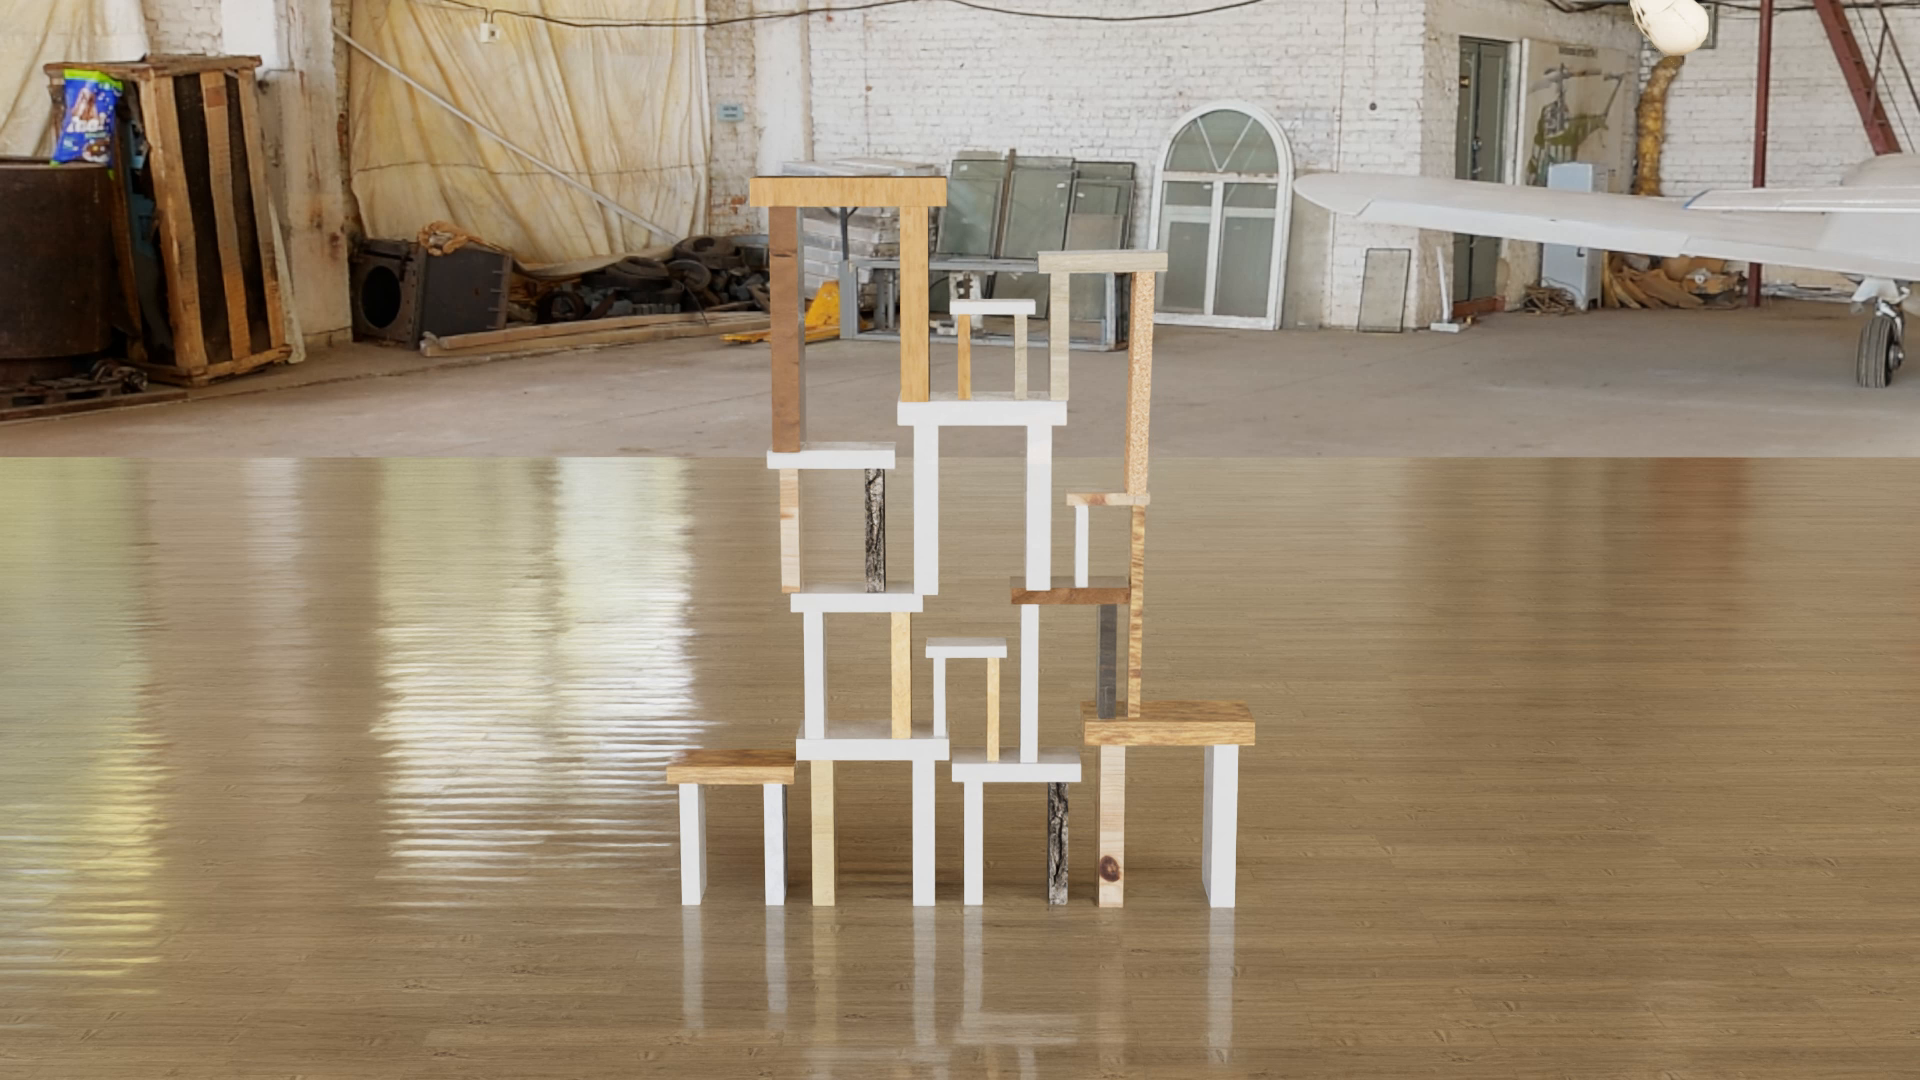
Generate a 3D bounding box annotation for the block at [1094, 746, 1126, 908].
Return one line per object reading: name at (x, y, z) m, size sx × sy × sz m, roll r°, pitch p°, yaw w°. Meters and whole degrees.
block at (0.248, 0.454, 3.647) m, size 0.039 × 0.275 × 0.137 m, roll 0°, pitch 11°, yaw 0°

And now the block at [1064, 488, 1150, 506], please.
block at (0.237, -0.071, 3.545) m, size 0.132 × 0.019 × 0.066 m, roll 0°, pitch 10°, yaw -1°

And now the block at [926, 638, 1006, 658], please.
block at (0.010, 0.175, 3.589) m, size 0.131 × 0.018 × 0.065 m, roll 0°, pitch 11°, yaw 0°

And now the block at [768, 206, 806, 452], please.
block at (-0.274, -0.340, 3.502) m, size 0.043 × 0.383 × 0.152 m, roll 0°, pitch 11°, yaw 0°

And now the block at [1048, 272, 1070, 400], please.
block at (0.156, -0.327, 3.494) m, size 0.028 × 0.200 × 0.100 m, roll 0°, pitch 11°, yaw 0°

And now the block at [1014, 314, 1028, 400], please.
block at (0.096, -0.295, 3.505) m, size 0.019 × 0.134 × 0.067 m, roll 0°, pitch 11°, yaw 0°

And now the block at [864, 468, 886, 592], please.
block at (-0.137, -0.023, 3.556) m, size 0.029 × 0.202 × 0.101 m, roll 0°, pitch 11°, yaw 0°

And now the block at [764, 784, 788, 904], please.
block at (-0.305, 0.489, 3.648) m, size 0.029 × 0.206 × 0.103 m, roll 0°, pitch 11°, yaw 0°

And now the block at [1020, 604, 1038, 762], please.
block at (0.113, 0.225, 3.603) m, size 0.027 × 0.264 × 0.095 m, roll 0°, pitch 11°, yaw 0°

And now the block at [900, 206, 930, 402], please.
block at (-0.071, -0.379, 3.494) m, size 0.043 × 0.303 × 0.152 m, roll 0°, pitch 11°, yaw 0°

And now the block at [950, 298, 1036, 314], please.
block at (0.052, -0.371, 3.490) m, size 0.134 × 0.019 × 0.067 m, roll 0°, pitch 11°, yaw 0°

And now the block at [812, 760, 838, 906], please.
block at (-0.224, 0.468, 3.651) m, size 0.035 × 0.248 × 0.124 m, roll 0°, pitch 11°, yaw 0°

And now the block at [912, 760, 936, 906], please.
block at (-0.059, 0.468, 3.651) m, size 0.035 × 0.248 × 0.124 m, roll 0°, pitch 11°, yaw 0°

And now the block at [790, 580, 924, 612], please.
block at (-0.165, 0.091, 3.572) m, size 0.211 × 0.030 × 0.105 m, roll 0°, pitch 11°, yaw 0°

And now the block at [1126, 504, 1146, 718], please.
block at (0.285, 0.110, 3.578) m, size 0.019 × 0.349 × 0.066 m, roll 1°, pitch 10°, yaw 0°

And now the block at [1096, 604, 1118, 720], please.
block at (0.239, 0.188, 3.595) m, size 0.027 × 0.190 × 0.095 m, roll 0°, pitch 11°, yaw 0°

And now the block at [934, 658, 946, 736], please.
block at (-0.033, 0.249, 3.603) m, size 0.018 × 0.131 × 0.065 m, roll 0°, pitch 11°, yaw 0°

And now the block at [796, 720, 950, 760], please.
block at (-0.142, 0.329, 3.625) m, size 0.248 × 0.035 × 0.124 m, roll 0°, pitch 11°, yaw 0°

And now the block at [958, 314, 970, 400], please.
block at (0.007, -0.295, 3.504) m, size 0.019 × 0.134 × 0.067 m, roll 0°, pitch 11°, yaw 0°

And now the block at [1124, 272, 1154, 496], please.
block at (0.286, -0.253, 3.509) m, size 0.028 × 0.352 × 0.100 m, roll 1°, pitch 12°, yaw 0°

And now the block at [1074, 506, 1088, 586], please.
block at (0.196, 0.004, 3.557) m, size 0.019 × 0.132 × 0.066 m, roll 0°, pitch 11°, yaw 0°

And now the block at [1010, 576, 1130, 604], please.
block at (0.177, 0.082, 3.577) m, size 0.190 × 0.027 × 0.095 m, roll 0°, pitch 11°, yaw 0°

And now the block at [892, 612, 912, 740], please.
block at (-0.095, 0.209, 3.594) m, size 0.030 × 0.211 × 0.105 m, roll 0°, pitch 11°, yaw 0°

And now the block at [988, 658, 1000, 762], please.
block at (0.054, 0.270, 3.607) m, size 0.018 × 0.174 × 0.065 m, roll 0°, pitch 11°, yaw 0°

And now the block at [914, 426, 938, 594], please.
block at (-0.054, -0.059, 3.551) m, size 0.038 × 0.273 × 0.133 m, roll 0°, pitch 11°, yaw 0°

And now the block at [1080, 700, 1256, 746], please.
block at (0.339, 0.300, 3.619) m, size 0.274 × 0.039 × 0.137 m, roll 0°, pitch 11°, yaw 0°

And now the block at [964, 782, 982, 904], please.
block at (0.022, 0.487, 3.650) m, size 0.030 × 0.210 × 0.105 m, roll 0°, pitch 11°, yaw 0°

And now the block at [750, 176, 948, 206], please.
block at (-0.173, -0.550, 3.462) m, size 0.303 × 0.043 × 0.152 m, roll 0°, pitch 11°, yaw 0°

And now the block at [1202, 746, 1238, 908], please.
block at (0.431, 0.454, 3.647) m, size 0.039 × 0.275 × 0.137 m, roll 0°, pitch 11°, yaw 0°

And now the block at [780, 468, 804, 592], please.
block at (-0.271, -0.024, 3.556) m, size 0.029 × 0.202 × 0.101 m, roll 0°, pitch 11°, yaw 0°

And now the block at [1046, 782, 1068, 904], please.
block at (0.162, 0.487, 3.650) m, size 0.030 × 0.210 × 0.105 m, roll 0°, pitch 11°, yaw 0°

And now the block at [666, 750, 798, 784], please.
block at (-0.373, 0.373, 3.626) m, size 0.206 × 0.029 × 0.103 m, roll 0°, pitch 11°, yaw 0°

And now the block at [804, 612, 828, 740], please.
block at (-0.235, 0.209, 3.594) m, size 0.030 × 0.211 × 0.105 m, roll 0°, pitch 11°, yaw 0°

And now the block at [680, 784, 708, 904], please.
block at (-0.442, 0.489, 3.648) m, size 0.029 × 0.206 × 0.103 m, roll 0°, pitch 11°, yaw 0°

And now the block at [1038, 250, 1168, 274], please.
block at (0.223, -0.440, 3.470) m, size 0.200 × 0.028 × 0.100 m, roll -1°, pitch 11°, yaw 0°

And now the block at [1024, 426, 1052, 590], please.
block at (0.125, -0.062, 3.551) m, size 0.038 × 0.266 × 0.133 m, roll 0°, pitch 11°, yaw -1°

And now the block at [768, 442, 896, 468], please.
block at (-0.205, -0.137, 3.535) m, size 0.202 × 0.029 × 0.101 m, roll 0°, pitch 11°, yaw 0°

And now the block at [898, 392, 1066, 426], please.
block at (0.035, -0.211, 3.523) m, size 0.266 × 0.038 × 0.133 m, roll 0°, pitch 11°, yaw 0°

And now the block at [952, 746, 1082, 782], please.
block at (0.092, 0.369, 3.628) m, size 0.210 × 0.030 × 0.105 m, roll 0°, pitch 11°, yaw 0°
